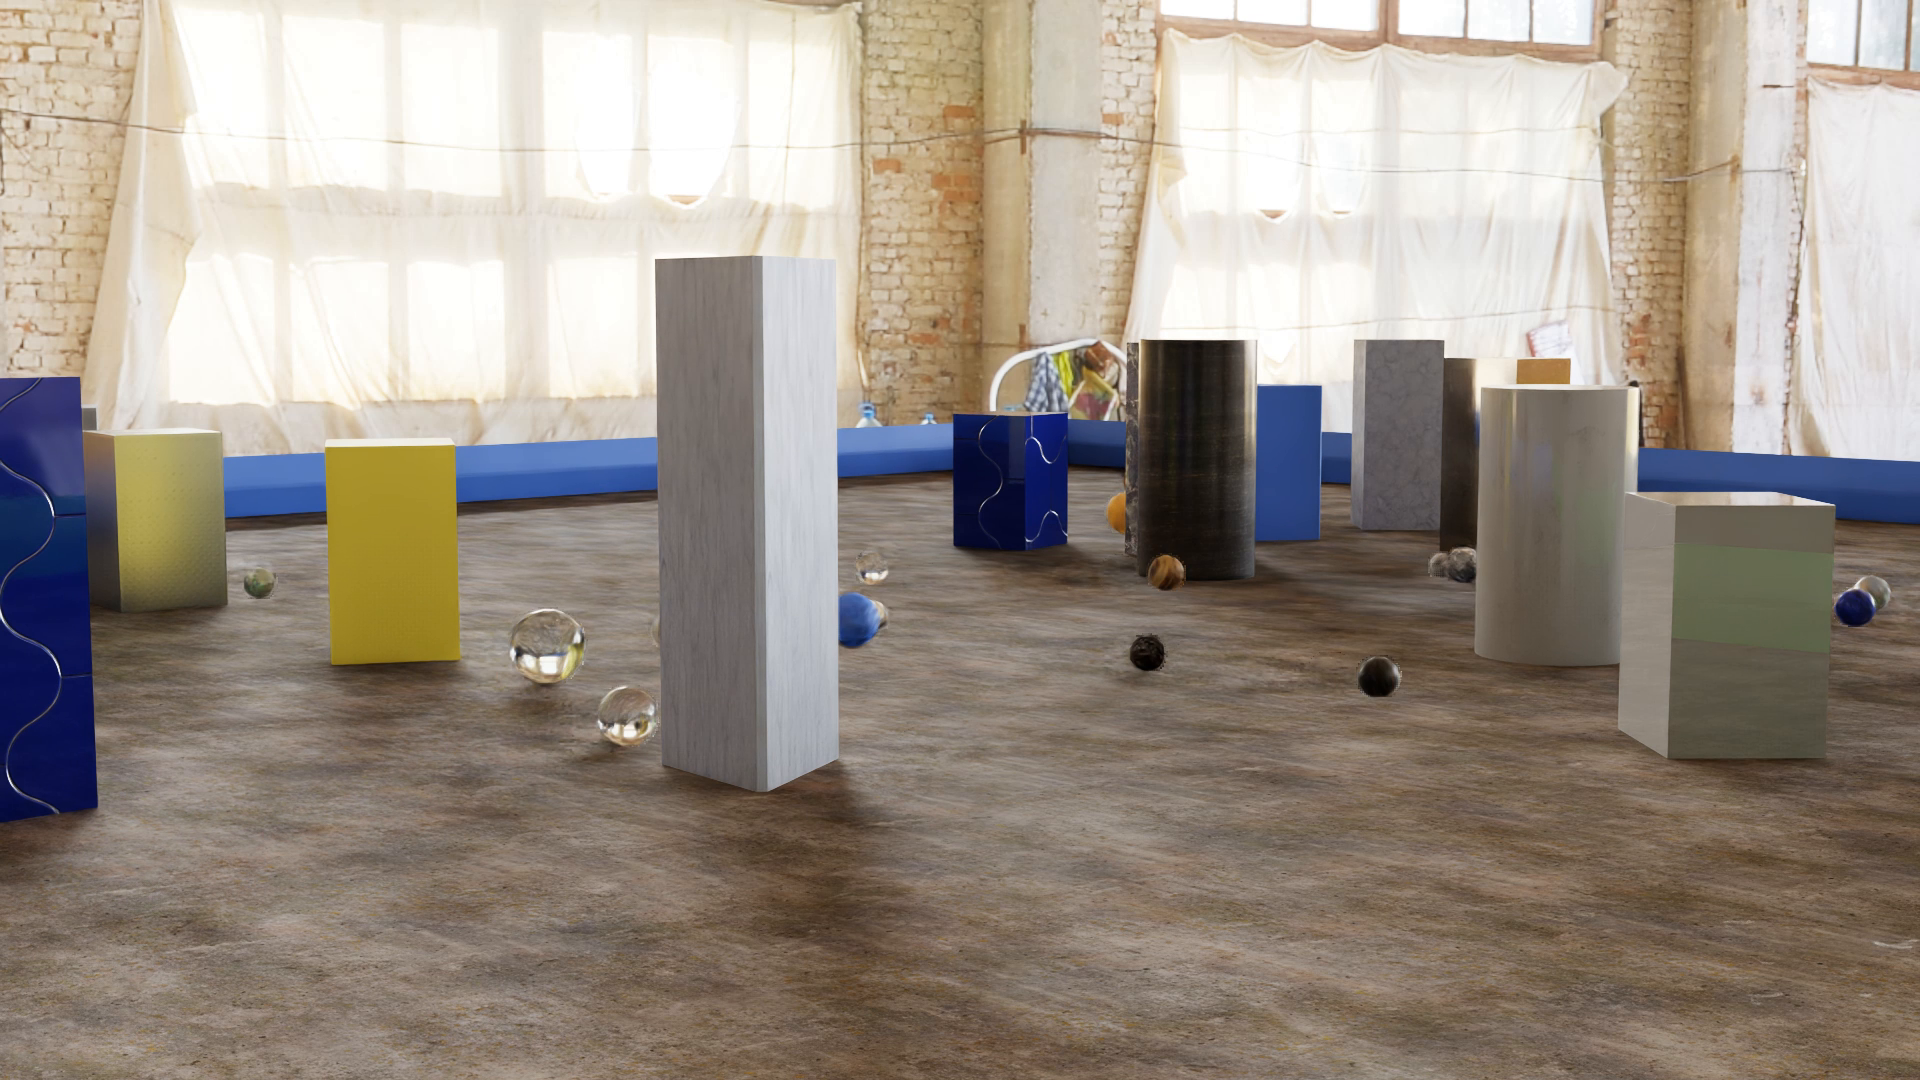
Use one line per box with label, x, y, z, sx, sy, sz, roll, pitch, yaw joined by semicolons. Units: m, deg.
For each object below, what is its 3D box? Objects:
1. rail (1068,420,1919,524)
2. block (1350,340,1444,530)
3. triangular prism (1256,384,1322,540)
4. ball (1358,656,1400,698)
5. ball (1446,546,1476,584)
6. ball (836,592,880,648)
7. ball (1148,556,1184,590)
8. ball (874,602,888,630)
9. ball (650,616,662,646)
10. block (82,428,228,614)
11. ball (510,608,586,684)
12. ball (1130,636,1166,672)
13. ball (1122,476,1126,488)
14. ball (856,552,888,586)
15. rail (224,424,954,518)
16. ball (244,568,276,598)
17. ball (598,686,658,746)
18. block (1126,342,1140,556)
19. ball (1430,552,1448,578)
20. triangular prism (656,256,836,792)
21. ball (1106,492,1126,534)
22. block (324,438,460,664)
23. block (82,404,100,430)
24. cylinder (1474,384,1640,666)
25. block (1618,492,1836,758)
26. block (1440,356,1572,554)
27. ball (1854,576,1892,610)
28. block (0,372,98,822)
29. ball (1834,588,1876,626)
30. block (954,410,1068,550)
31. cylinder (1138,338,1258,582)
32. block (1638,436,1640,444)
rail;1.704;-0.130;4.895;0.045;0.129;4.233;-5;8;-42
block;0.901;-0.220;4.540;0.159;0.385;0.159;0;6;1
triangular prism;0.604;-0.157;4.338;0.172;0.300;0.149;-1;6;-12
ball;0.483;0.158;2.539;0.047;0.047;0.047;0;6;0
ball;0.827;0.041;3.607;0.060;0.060;0.060;0;6;0
ball;-0.143;0.106;2.918;0.072;0.072;0.072;0;6;0
ball;0.329;0.053;3.506;0.057;0.057;0.057;0;6;0
ball;-0.120;0.106;3.067;0.041;0.041;0.041;0;6;0
ball;-0.390;0.121;2.922;0.043;0.043;0.043;0;6;0
block;-1.223;-0.034;3.342;0.159;0.262;0.159;-5;7;-37
ball;-0.494;0.127;2.634;0.089;0.089;0.089;0;6;0
ball;0.232;0.140;2.726;0.044;0.044;0.044;0;6;0
ball;0.426;-0.142;5.390;0.054;0.054;0.054;0;6;0
ball;-0.143;0.047;3.576;0.053;0.053;0.053;0;6;0
rail;-1.419;-0.126;4.862;4.684;0.129;0.045;-5;8;-42
ball;-1.081;0.066;3.394;0.048;0.048;0.048;0;6;0
ball;-0.341;0.181;2.253;0.062;0.062;0.062;0;6;0
block;0.412;-0.165;3.998;0.159;0.387;0.159;-3;7;-29
ball;0.806;0.042;3.673;0.043;0.043;0.043;0;6;0
triangular prism;-0.181;-0.024;2.128;0.149;0.494;0.172;-5;8;-40
ball;0.335;-0.054;4.385;0.086;0.086;0.086;0;6;0
block;-0.737;0.011;2.855;0.159;0.275;0.159;-2;6;-15
block;-1.513;-0.078;3.655;0.159;0.287;0.159;-2;6;-20
cylinder;0.771;-0.024;2.843;0.198;0.347;0.198;0;6;0
block;0.784;0.084;2.260;0.159;0.254;0.159;0;6;-1
block;0.981;-0.147;3.959;0.159;0.360;0.159;-5;8;-39
ball;1.357;0.079;3.271;0.052;0.052;0.052;0;6;0
block;-0.888;0.048;1.960;0.159;0.387;0.159;-6;8;-44
ball;1.265;0.096;3.106;0.054;0.054;0.054;0;6;0
block;0.097;-0.116;4.187;0.159;0.251;0.159;4;7;32
cylinder;0.400;-0.140;3.710;0.198;0.397;0.198;0;6;0
block;0.891;-0.030;3.266;0.159;0.271;0.159;-1;6;-13
